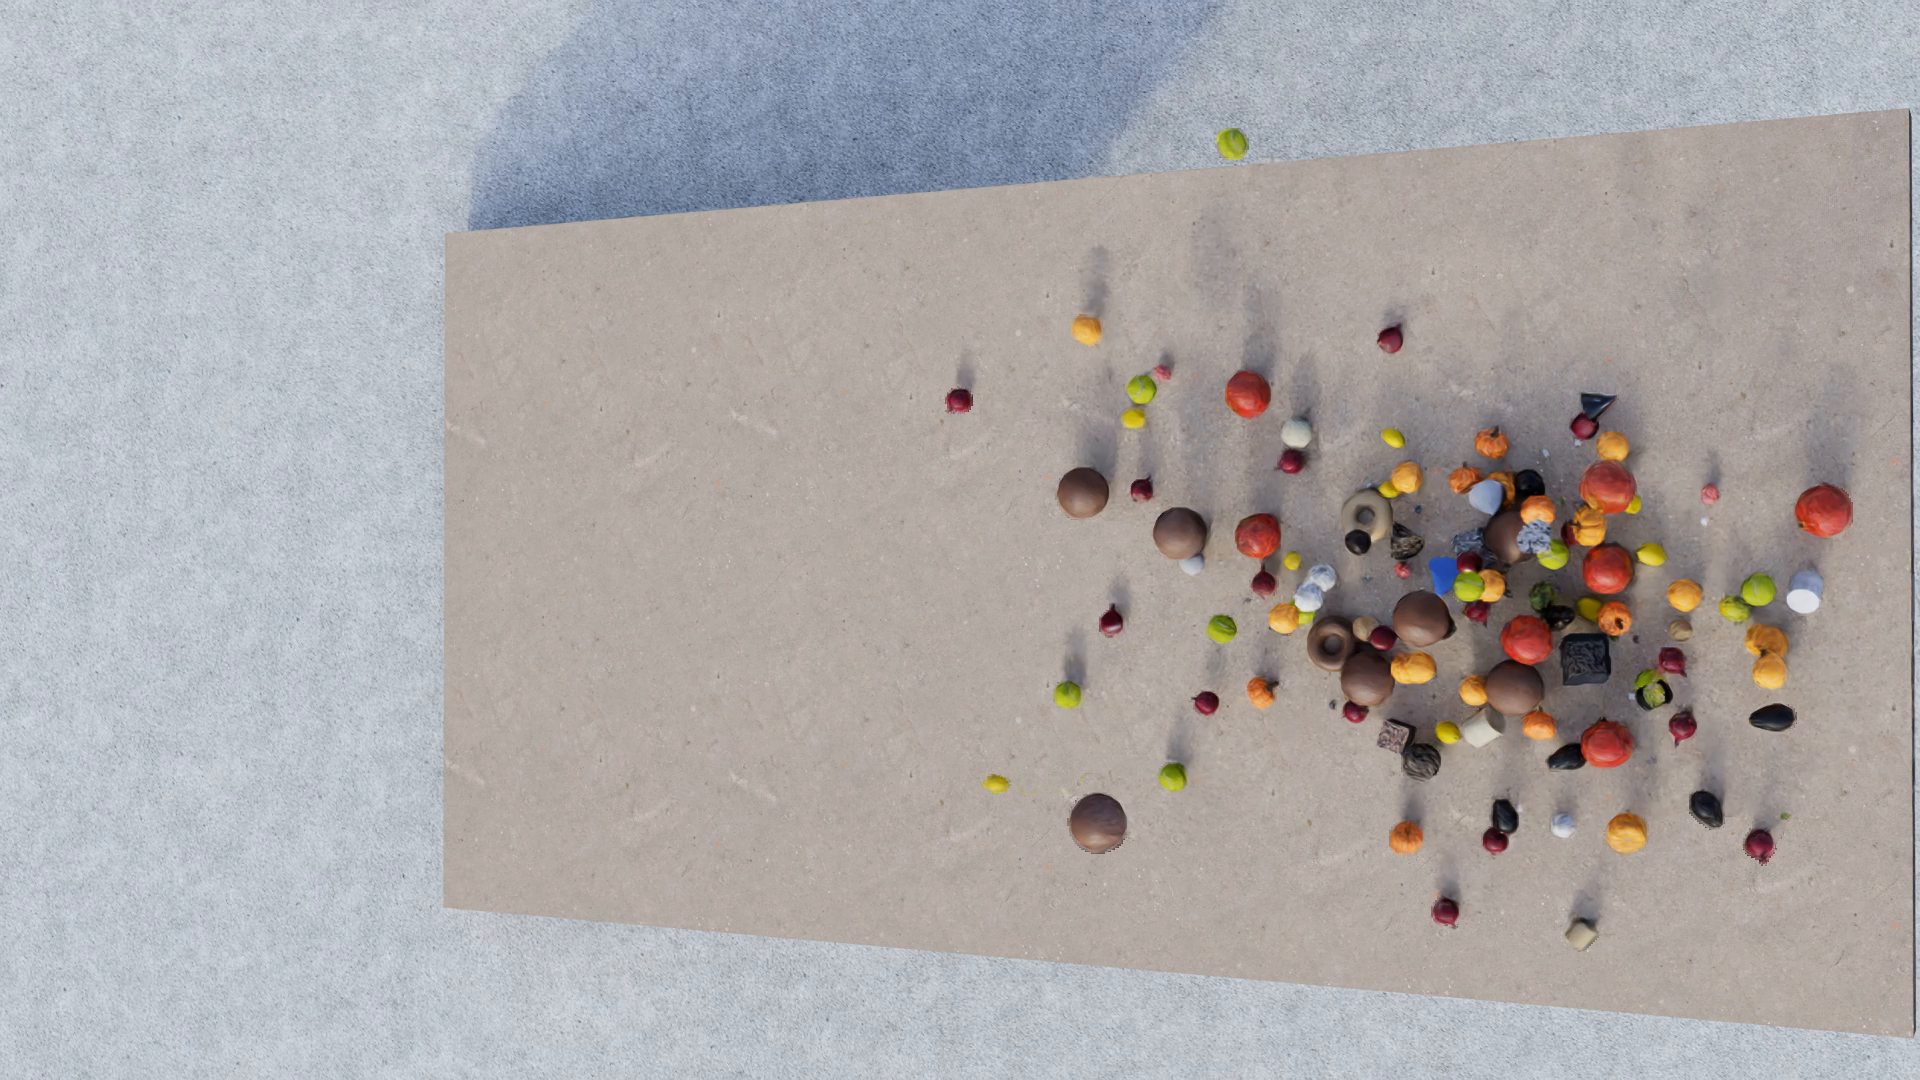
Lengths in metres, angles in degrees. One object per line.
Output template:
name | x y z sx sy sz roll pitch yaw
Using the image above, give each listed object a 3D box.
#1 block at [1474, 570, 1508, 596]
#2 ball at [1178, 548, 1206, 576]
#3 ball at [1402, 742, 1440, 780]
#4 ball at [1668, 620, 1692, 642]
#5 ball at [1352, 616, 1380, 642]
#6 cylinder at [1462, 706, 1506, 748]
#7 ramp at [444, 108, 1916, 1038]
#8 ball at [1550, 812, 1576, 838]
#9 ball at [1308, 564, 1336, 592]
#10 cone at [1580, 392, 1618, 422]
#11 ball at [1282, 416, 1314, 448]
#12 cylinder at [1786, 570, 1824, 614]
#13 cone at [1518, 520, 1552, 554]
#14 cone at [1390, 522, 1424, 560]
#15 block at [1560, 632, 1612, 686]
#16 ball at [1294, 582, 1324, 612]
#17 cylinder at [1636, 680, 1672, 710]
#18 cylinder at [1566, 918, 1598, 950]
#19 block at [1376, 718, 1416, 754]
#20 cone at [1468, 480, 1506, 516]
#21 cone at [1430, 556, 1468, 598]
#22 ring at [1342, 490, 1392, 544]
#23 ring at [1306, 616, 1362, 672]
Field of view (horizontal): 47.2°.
block | 1.230 0.099 5.093 0.054 0.054 0.054 4 93 37
ball | 0.572 0.054 5.417 0.065 0.065 0.065 0 89 0
ball | 1.081 0.519 5.155 0.089 0.089 0.089 0 89 0
ball | 1.610 0.202 4.914 0.051 0.051 0.051 0 89 0
ball | 0.963 0.211 5.215 0.066 0.066 0.066 0 89 0
cylinder | 1.213 0.432 5.089 0.072 0.072 0.072 50 129 0
ramp | 0.279 0.079 5.668 4.000 0.100 2.000 0 89 27
ball | 1.378 0.651 5.023 0.056 0.056 0.056 0 89 0
ball | 0.868 0.090 5.278 0.068 0.068 0.068 0 89 0
cone | 1.332 -0.286 4.557 0.067 0.067 0.067 -23 89 31
ball | 0.814 -0.259 5.305 0.076 0.076 0.076 0 89 0
cylinder | 1.836 0.113 4.778 0.066 0.066 0.066 35 47 0
cone | 1.237 0.010 4.668 0.079 0.079 0.079 34 89 -40
cone | 1.044 -0.014 5.208 0.086 0.086 0.086 -17 51 0
block | 1.410 0.269 4.958 0.092 0.092 0.092 -3 71 6
ball | 0.817 0.133 5.153 0.072 0.072 0.072 0 89 0
cylinder | 1.540 0.345 4.876 0.055 0.055 0.055 13 63 -27
cylinder | 1.415 0.895 5.004 0.052 0.052 0.052 44 114 0
block | 1.031 0.464 5.194 0.064 0.064 0.064 20 98 25
cone | 1.211 -0.078 5.019 0.085 0.085 0.085 1 124 1
cone | 1.133 0.104 5.160 0.091 0.091 0.091 13 127 0
ring | 0.968 -0.057 5.237 0.131 0.044 0.131 -9 74 33
ring | 0.897 0.249 5.273 0.134 0.045 0.134 -1 87 22
